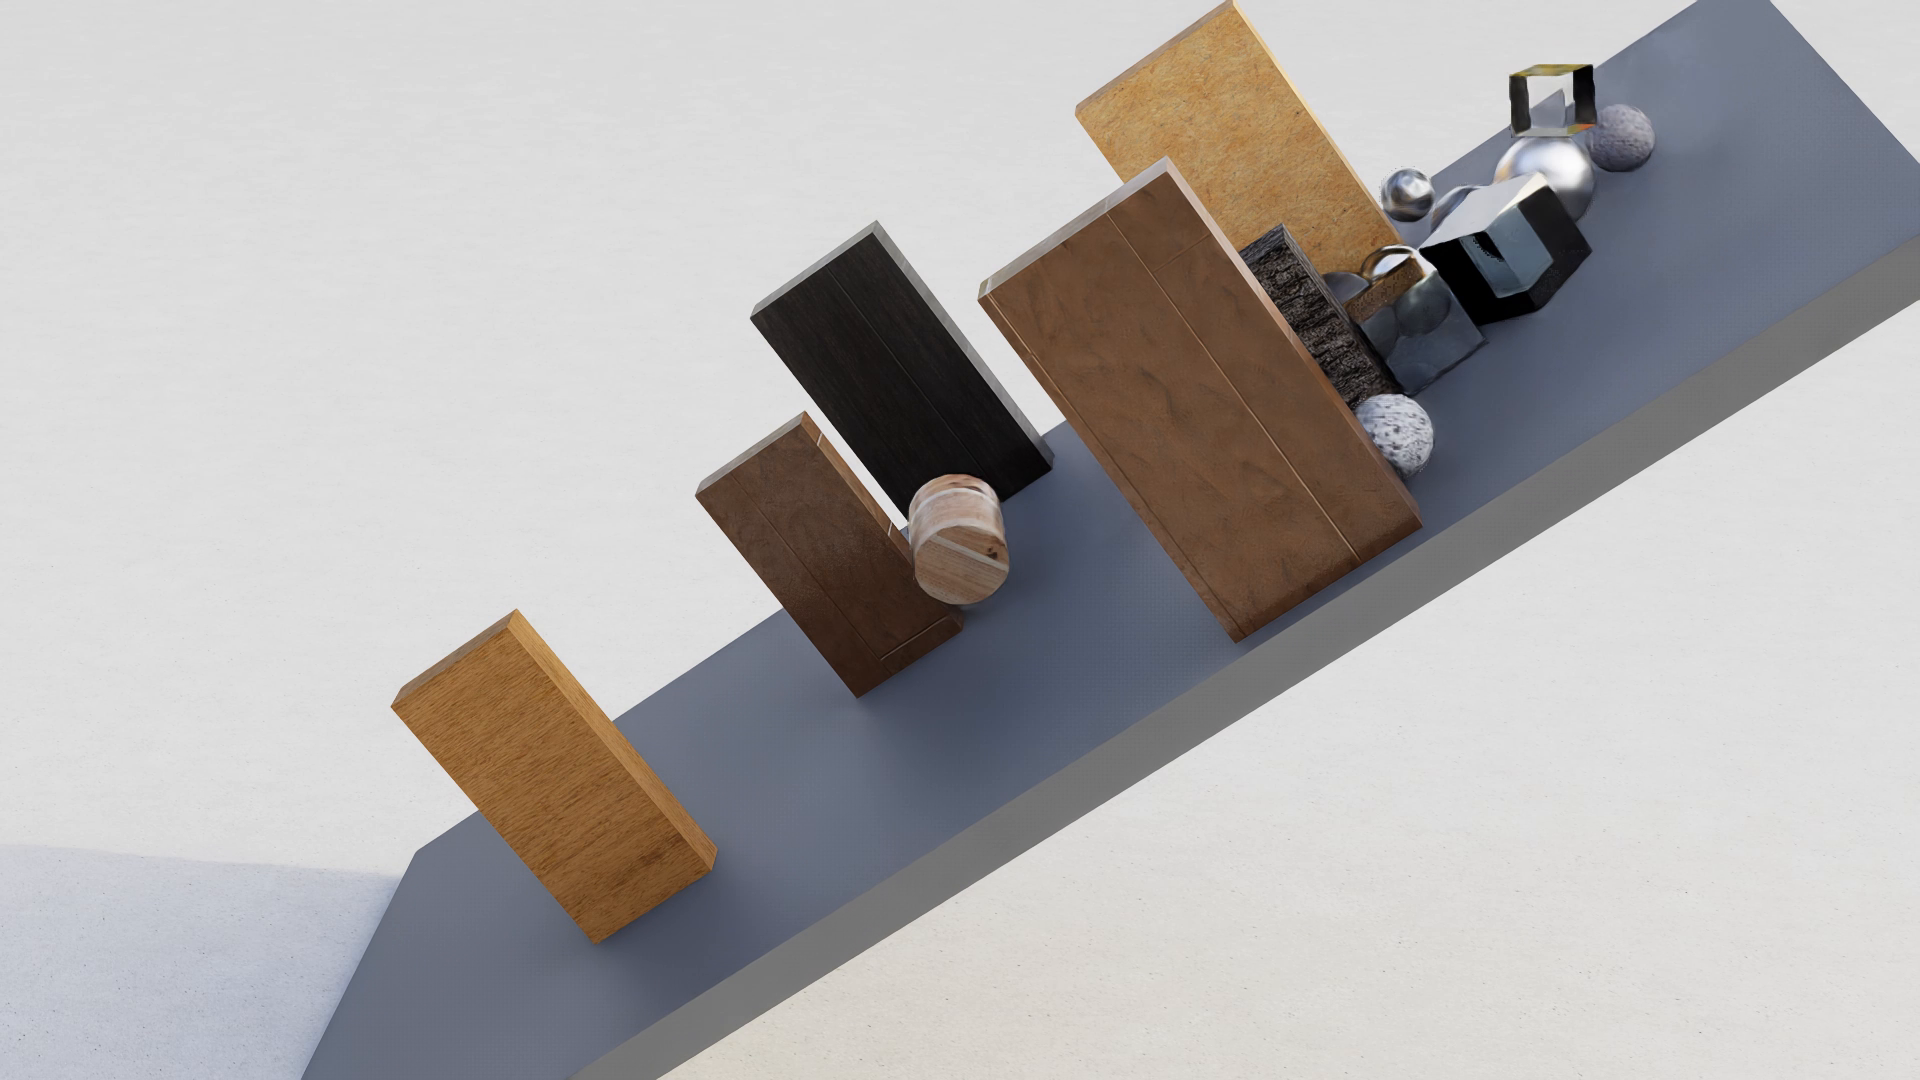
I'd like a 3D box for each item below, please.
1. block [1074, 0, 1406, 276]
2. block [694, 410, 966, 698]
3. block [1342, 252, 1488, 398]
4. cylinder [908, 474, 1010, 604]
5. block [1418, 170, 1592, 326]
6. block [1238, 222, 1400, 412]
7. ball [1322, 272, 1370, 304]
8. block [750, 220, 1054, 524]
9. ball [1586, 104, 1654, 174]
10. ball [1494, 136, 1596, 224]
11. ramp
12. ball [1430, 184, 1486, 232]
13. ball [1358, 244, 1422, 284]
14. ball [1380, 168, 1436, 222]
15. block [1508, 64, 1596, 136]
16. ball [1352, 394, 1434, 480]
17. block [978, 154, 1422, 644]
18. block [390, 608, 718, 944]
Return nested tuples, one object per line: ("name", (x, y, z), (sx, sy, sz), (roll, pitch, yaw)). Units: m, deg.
("block", (0.624, -0.756, 6.352), (0.408, 0.719, 0.093), (-33, 16, 16))
("block", (-0.278, 0.035, 6.355), (0.287, 0.579, 0.087), (-33, 16, 16))
("block", (0.896, -0.426, 5.807), (0.184, 0.184, 0.184), (-36, 15, 6))
("cylinder", (-0.004, -0.002, 6.335), (0.203, 0.203, 0.203), (-2, 34, -4))
("block", (1.075, -0.572, 5.799), (0.197, 0.197, 0.197), (-46, 17, -27))
("block", (0.640, -0.368, 5.782), (0.270, 0.412, 0.134), (-33, 16, 16))
("ball", (0.779, -0.462, 6.043), (0.181, 0.181, 0.181), (0, 22, 0))
("block", (-0.132, -0.360, 6.923), (0.360, 0.707, 0.106), (-33, 16, 16))
("ball", (1.349, -0.820, 6.013), (0.139, 0.139, 0.139), (0, 22, 0))
("ball", (1.188, -0.725, 5.978), (0.204, 0.204, 0.204), (0, 22, 0))
("ramp", (0.132, 0.176, 6.314), (4.000, 0.100, 2.000), (-33, 16, 16))
("ball", (1.065, -0.656, 6.124), (0.166, 0.166, 0.166), (0, 22, 0))
("ball", (0.908, -0.534, 6.130), (0.163, 0.163, 0.163), (0, 22, 0))
("ball", (0.989, -0.760, 6.495), (0.119, 0.119, 0.119), (0, 22, 0))
("block", (1.199, -0.890, 5.949), (0.124, 0.124, 0.124), (7, 22, 40))
("ball", (0.788, -0.188, 5.404), (0.163, 0.163, 0.163), (0, 22, 0))
("block", (0.426, -0.238, 5.176), (0.399, 0.788, 0.105), (-33, 16, 16))
("block", (-0.837, 0.496, 6.104), (0.314, 0.672, 0.097), (-33, 16, 16))
